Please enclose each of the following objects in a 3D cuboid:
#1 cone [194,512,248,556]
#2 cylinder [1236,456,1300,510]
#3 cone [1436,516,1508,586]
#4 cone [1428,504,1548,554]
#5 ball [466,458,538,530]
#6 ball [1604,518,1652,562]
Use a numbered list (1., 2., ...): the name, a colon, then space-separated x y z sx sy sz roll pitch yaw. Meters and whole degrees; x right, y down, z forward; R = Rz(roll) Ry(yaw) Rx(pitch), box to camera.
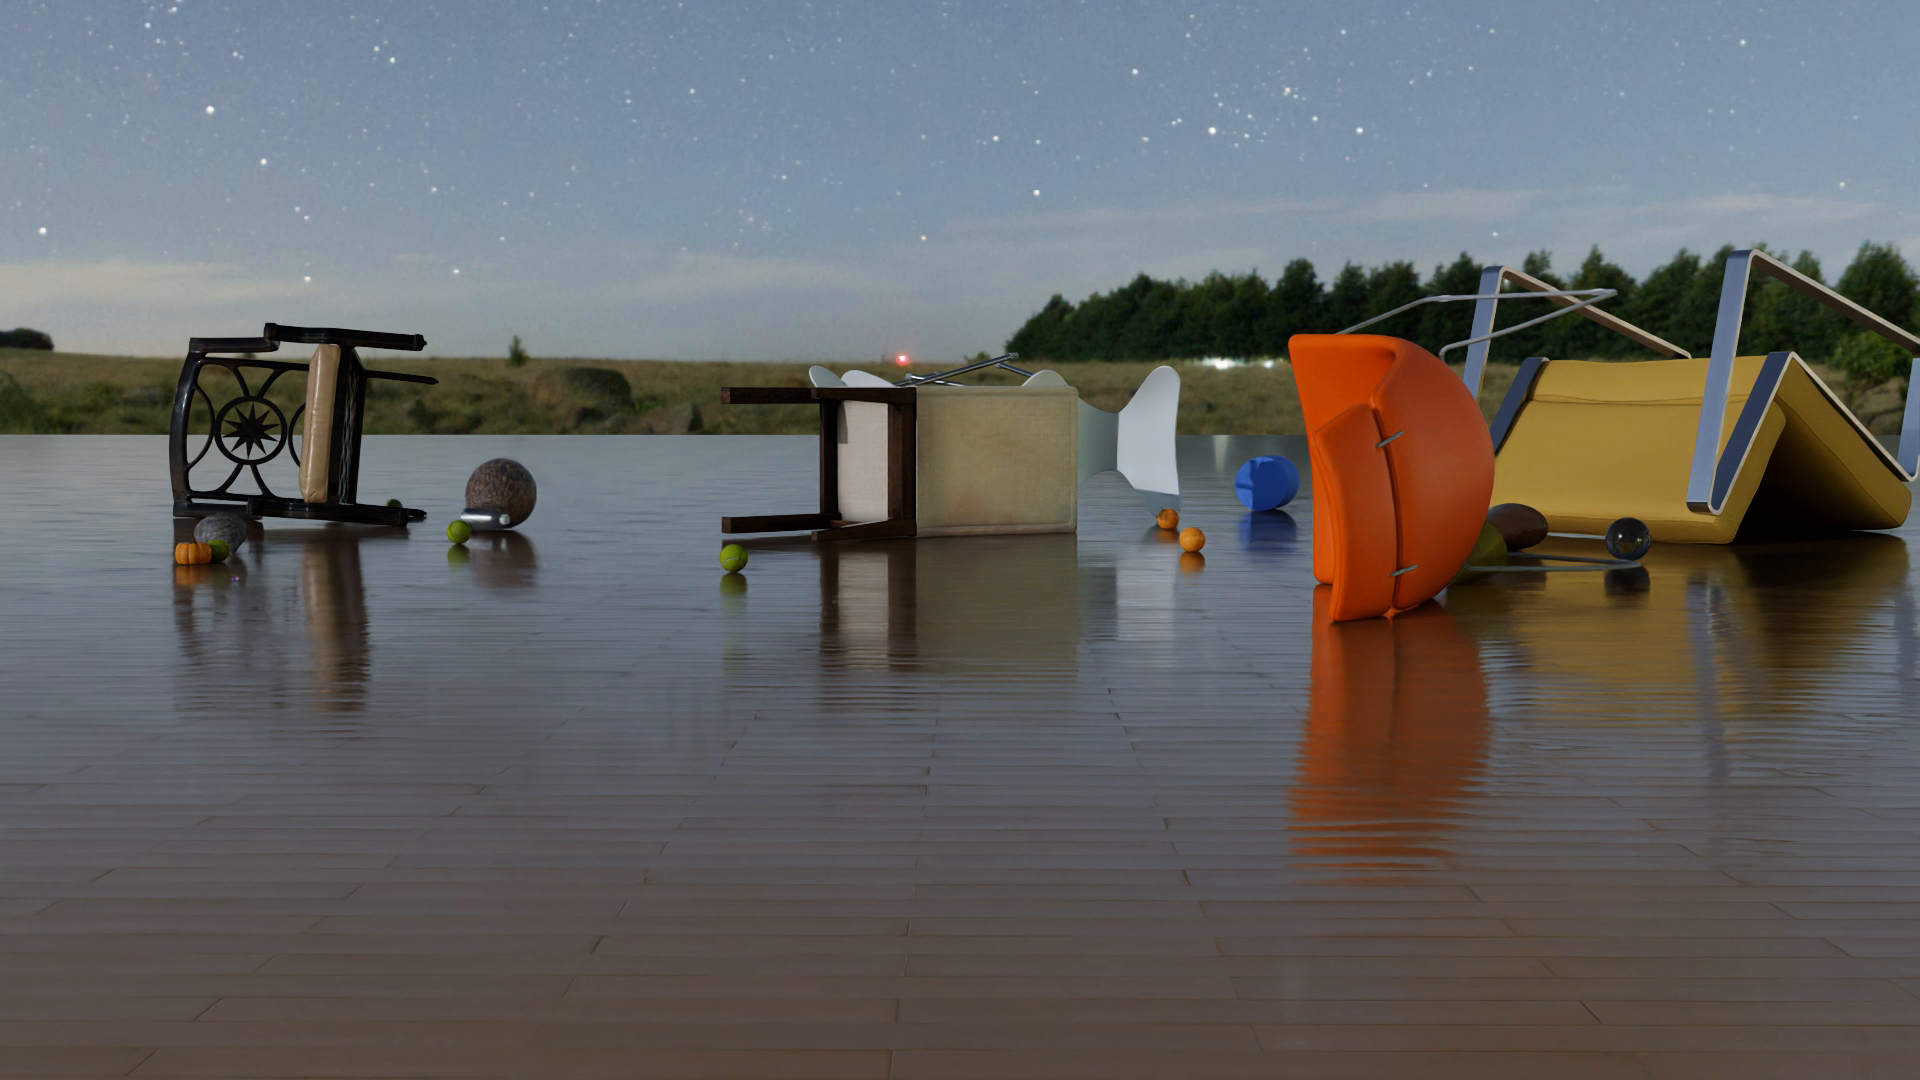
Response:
1. cone: -1.998 0.010 5.995 0.144 0.120 0.136 0 27 -33
2. cylinder: 1.146 -0.213 8.190 0.196 0.204 0.201 46 17 12
3. cone: 1.153 0.062 5.078 0.171 0.177 0.169 39 45 4
4. cone: 1.410 0.000 6.073 0.337 0.132 0.260 -15 7 -31
5. ball: -1.470 -0.149 7.054 0.227 0.227 0.227 0 4 0
6. ball: 1.740 -0.002 5.728 0.116 0.116 0.116 0 4 0
